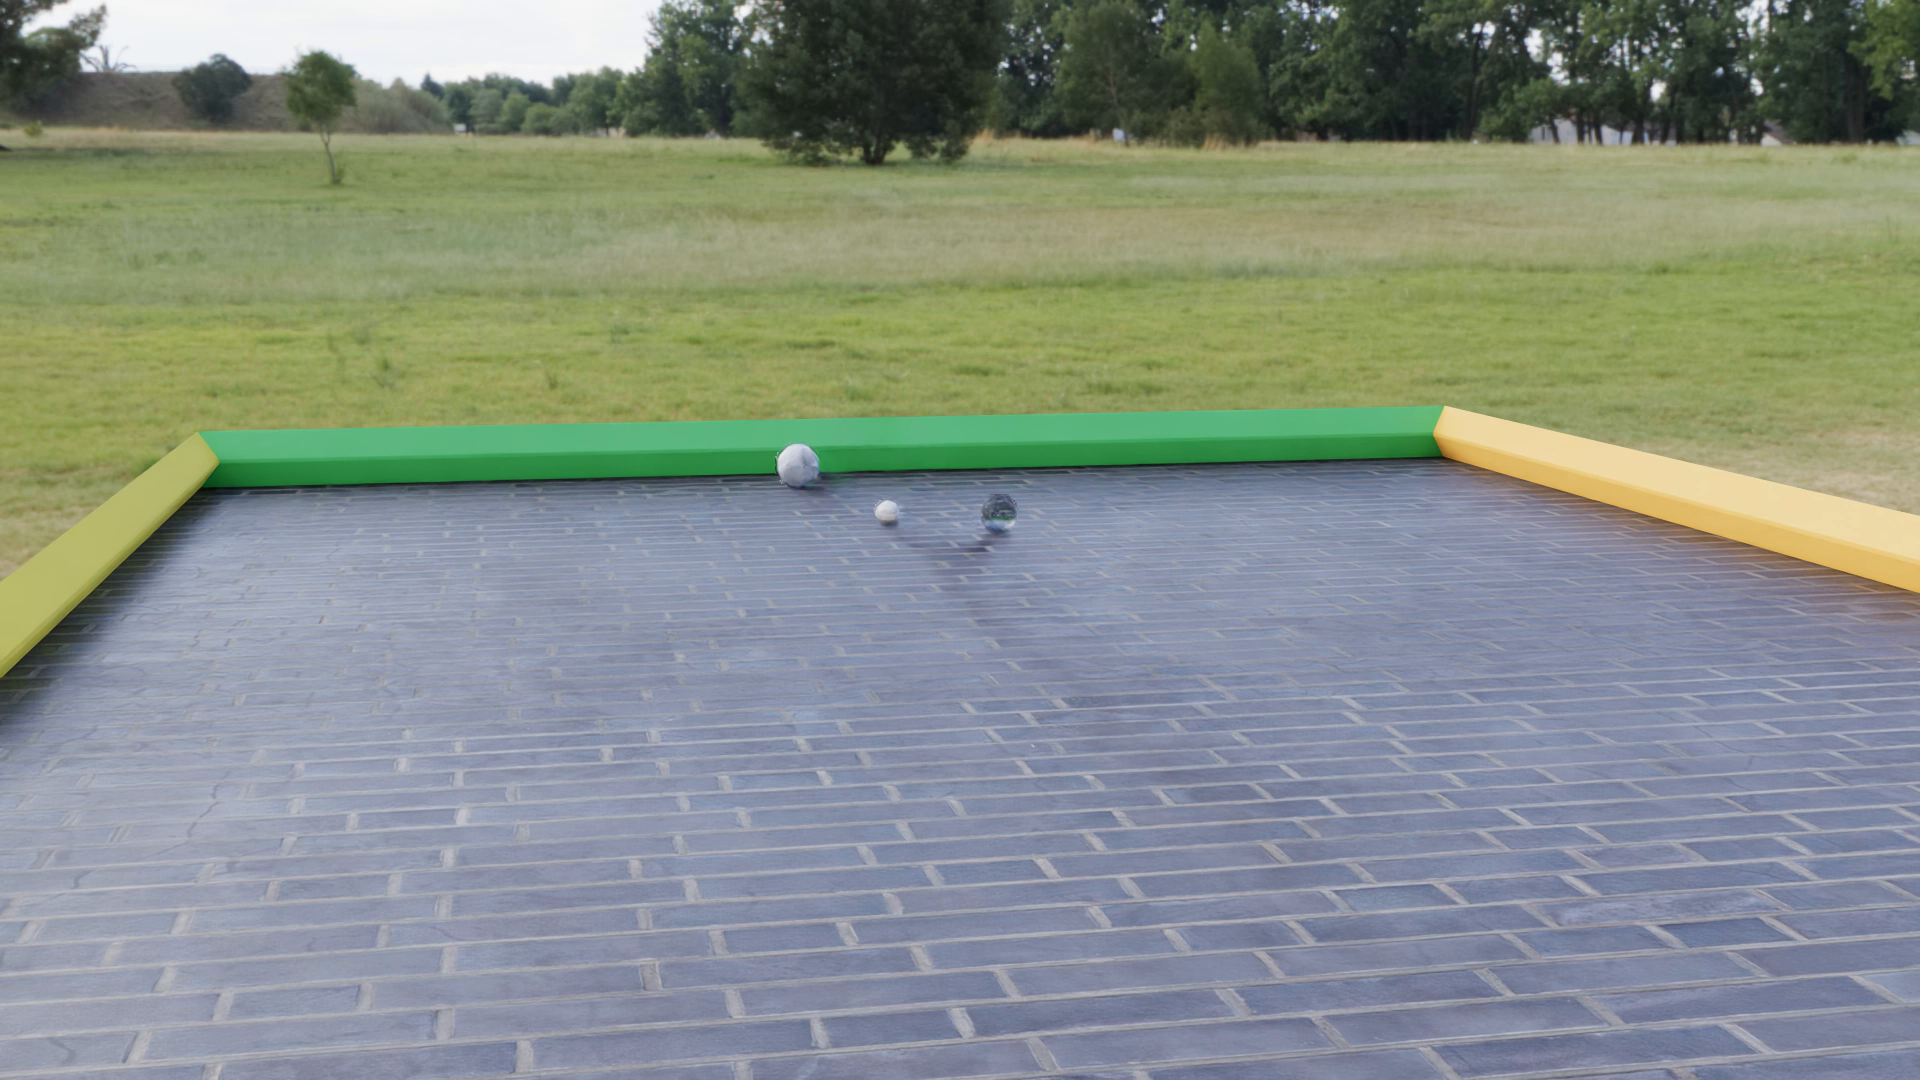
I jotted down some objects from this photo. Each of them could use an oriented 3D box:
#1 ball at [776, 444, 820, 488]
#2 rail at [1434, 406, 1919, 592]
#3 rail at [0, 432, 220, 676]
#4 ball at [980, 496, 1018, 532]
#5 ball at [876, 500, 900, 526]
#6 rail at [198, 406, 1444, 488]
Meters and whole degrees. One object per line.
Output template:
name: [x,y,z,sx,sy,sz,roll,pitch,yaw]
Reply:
ball: [-0.318,-0.146,4.317,0.084,0.084,0.084,0,9,0]
rail: [1.469,0.101,2.681,0.045,0.109,4.391,-2,9,-11]
rail: [-1.037,0.180,2.184,0.045,0.109,4.391,-2,9,-11]
ball: [0.066,-0.044,3.743,0.063,0.063,0.063,0,9,0]
ball: [-0.126,-0.047,3.829,0.043,0.043,0.043,0,9,0]
rail: [-0.211,-0.194,4.535,2.603,0.109,0.045,-2,9,-11]
